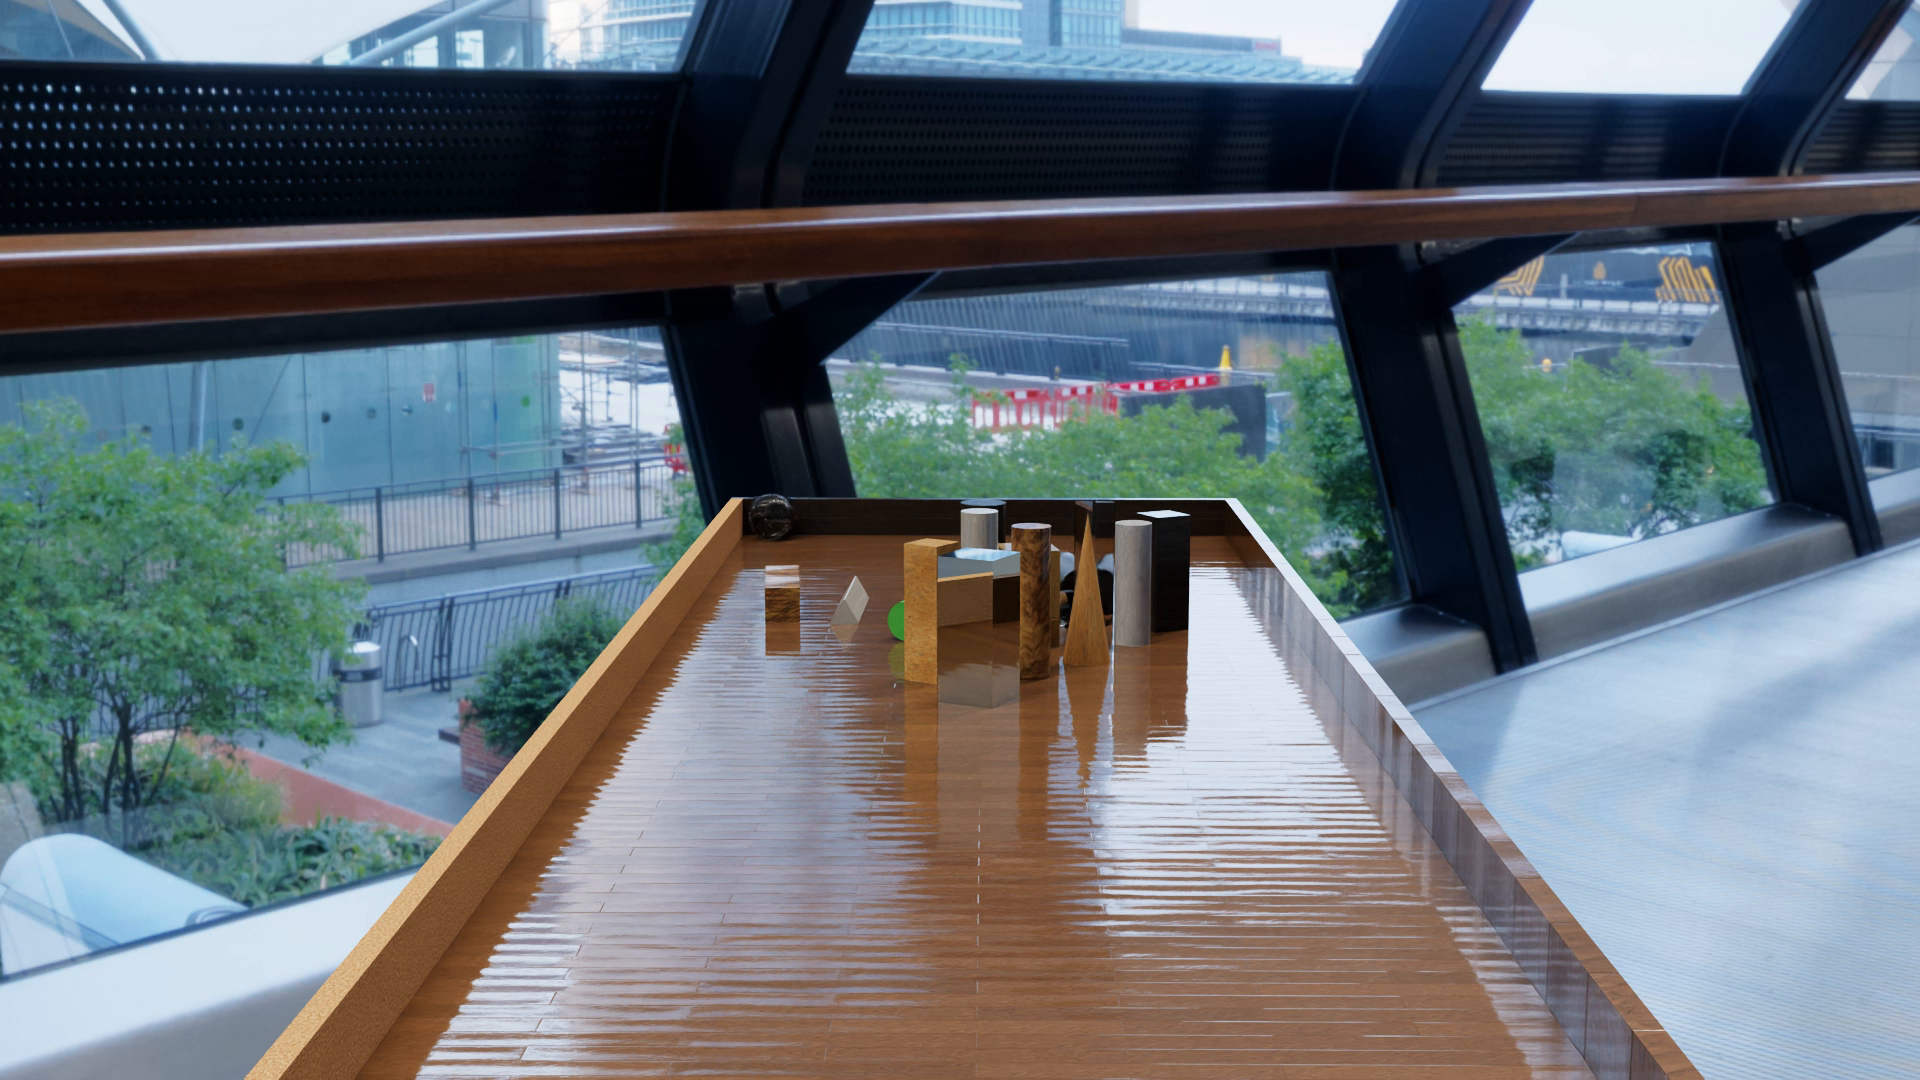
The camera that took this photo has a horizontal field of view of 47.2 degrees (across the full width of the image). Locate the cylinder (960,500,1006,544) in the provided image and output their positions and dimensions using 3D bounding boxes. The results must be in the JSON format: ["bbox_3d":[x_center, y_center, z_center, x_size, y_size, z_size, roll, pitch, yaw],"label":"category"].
[{"bbox_3d":[0.075,0.079,7.210,0.149,0.407,0.149,0,9,0],"label":"cylinder"}]

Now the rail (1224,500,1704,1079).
[{"bbox_3d":[1.046,0.843,3.208,0.050,0.150,12.000,0,9,1],"label":"rail"}]

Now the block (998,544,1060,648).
[{"bbox_3d":[0.212,0.173,6.939,0.173,0.306,0.173,-1,9,-9],"label":"block"}]

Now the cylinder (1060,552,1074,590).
[{"bbox_3d":[0.388,0.147,7.588,0.155,0.155,0.351,-1,9,-8],"label":"cylinder"}]

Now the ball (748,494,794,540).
[{"bbox_3d":[-0.774,-0.096,9.027,0.184,0.184,0.184,0,9,0],"label":"ball"}]

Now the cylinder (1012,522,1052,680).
[{"bbox_3d":[0.208,0.180,6.442,0.116,0.448,0.116,0,9,0],"label":"cylinder"}]

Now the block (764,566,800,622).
[{"bbox_3d":[-0.606,0.181,7.503,0.115,0.115,0.438,-1,9,-4],"label":"block"}]

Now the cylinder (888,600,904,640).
[{"bbox_3d":[-0.118,0.236,7.114,0.128,0.128,0.308,3,10,19],"label":"cylinder"}]

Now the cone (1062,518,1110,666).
[{"bbox_3d":[0.385,0.143,6.651,0.145,0.456,0.145,0,9,0],"label":"cone"}]

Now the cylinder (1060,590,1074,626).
[{"bbox_3d":[0.173,0.239,7.140,0.458,0.113,0.113,-5,11,-31],"label":"cylinder"}]

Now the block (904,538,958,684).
[{"bbox_3d":[-0.082,0.207,6.412,0.114,0.404,0.114,6,11,34],"label":"block"}]

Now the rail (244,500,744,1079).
[{"bbox_3d":[-1.004,0.839,3.234,0.050,0.150,12.000,0,9,1],"label":"rail"}]

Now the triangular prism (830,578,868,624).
[{"bbox_3d":[-0.373,0.201,7.471,0.093,0.081,0.452,1,9,2],"label":"triangular prism"}]

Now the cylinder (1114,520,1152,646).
[{"bbox_3d":[0.544,0.135,6.929,0.115,0.384,0.115,0,9,0],"label":"cylinder"}]

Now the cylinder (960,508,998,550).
[{"bbox_3d":[0.058,0.139,6.661,0.113,0.460,0.113,0,9,0],"label":"cylinder"}]

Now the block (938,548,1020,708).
[{"bbox_3d":[0.054,0.243,6.153,0.171,0.413,0.171,5,10,27],"label":"block"}]

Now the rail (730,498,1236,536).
[{"bbox_3d":[0.099,-0.098,9.147,2.100,0.150,0.050,0,9,1],"label":"rail"}]

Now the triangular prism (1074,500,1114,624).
[{"bbox_3d":[0.424,0.073,7.247,0.113,0.403,0.130,0,-1,35],"label":"triangular prism"}]

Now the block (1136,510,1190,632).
[{"bbox_3d":[0.660,0.101,7.168,0.127,0.376,0.127,-5,10,-28],"label":"block"}]
